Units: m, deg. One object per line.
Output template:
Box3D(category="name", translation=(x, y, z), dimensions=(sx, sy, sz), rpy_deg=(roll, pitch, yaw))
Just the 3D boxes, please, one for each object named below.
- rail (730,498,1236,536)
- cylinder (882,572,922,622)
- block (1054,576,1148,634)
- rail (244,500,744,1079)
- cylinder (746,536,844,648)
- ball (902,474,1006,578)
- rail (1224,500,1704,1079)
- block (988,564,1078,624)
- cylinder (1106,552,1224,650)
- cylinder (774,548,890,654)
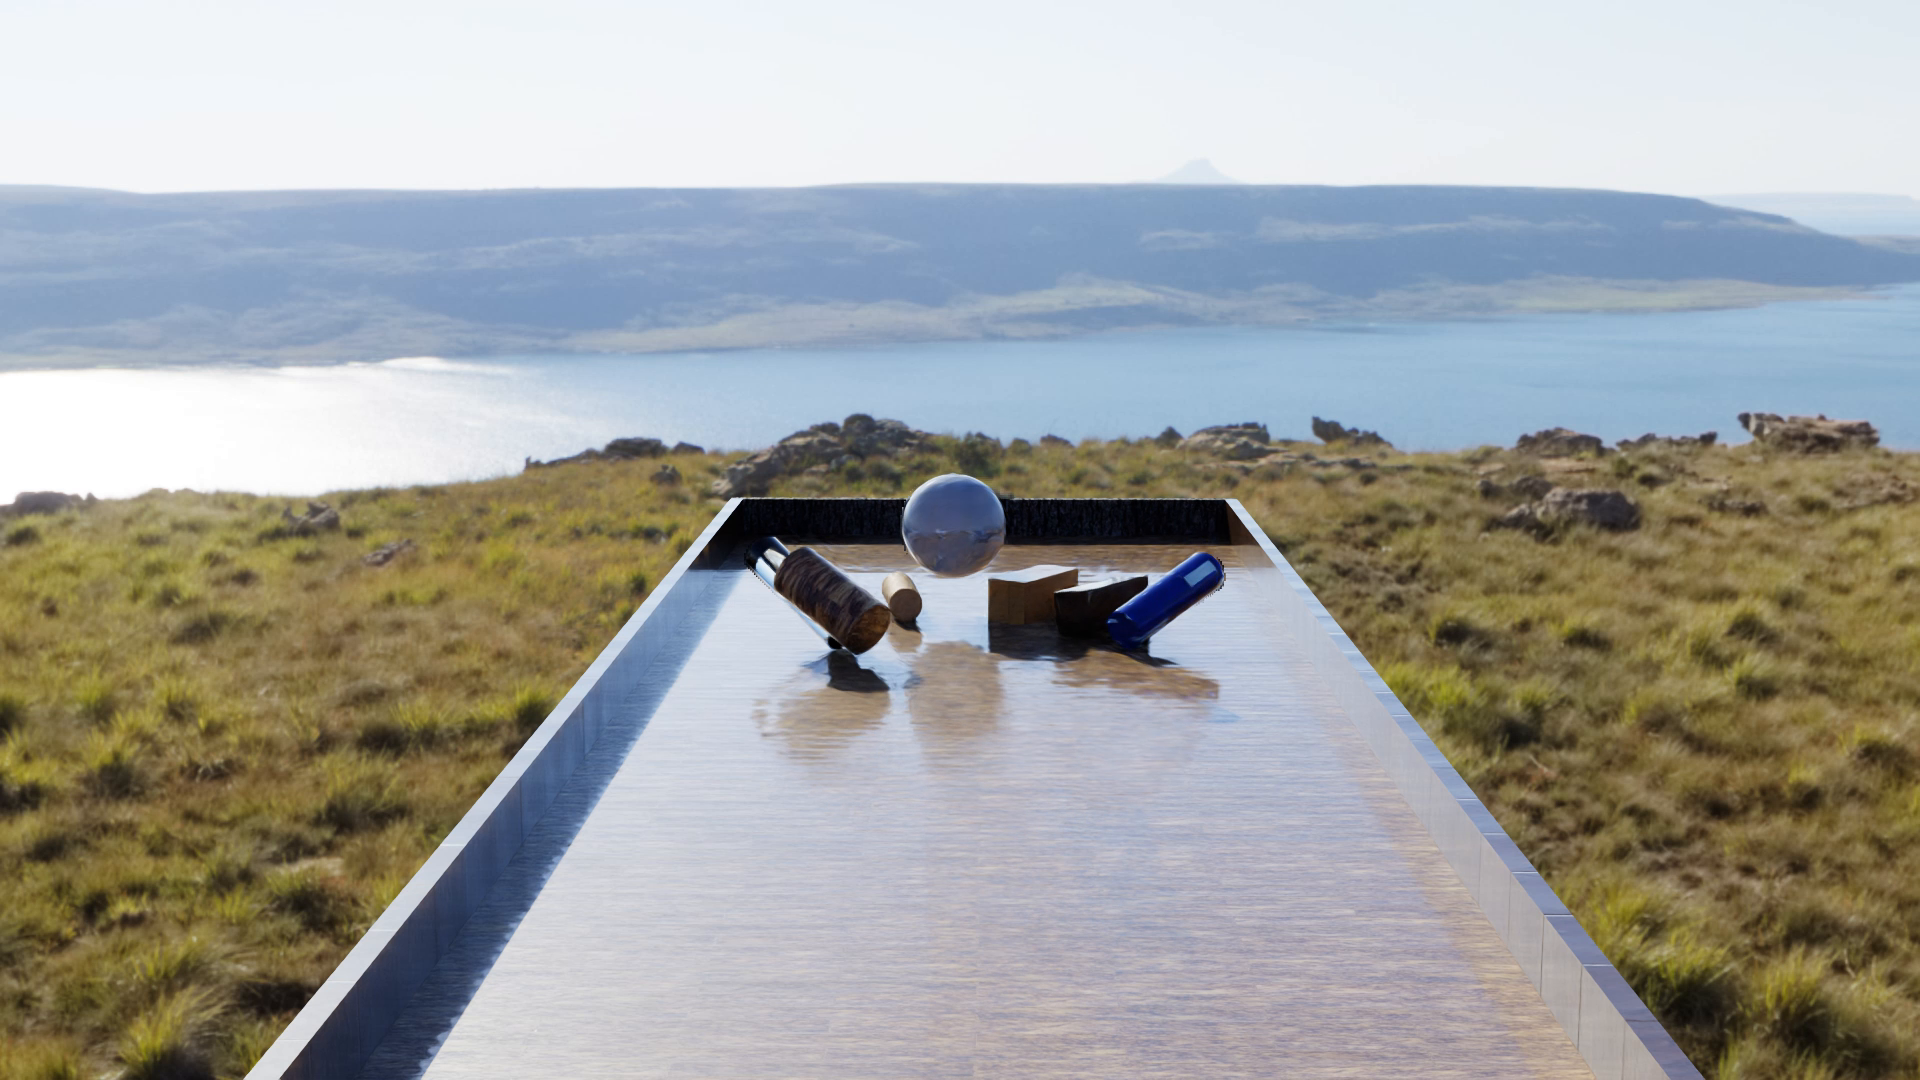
Box3D(category="rail", translation=(0.099, -0.098, 9.147), dimensions=(2.100, 0.150, 0.050), rpy_deg=(0, 9, 1))
Box3D(category="cylinder", translation=(-0.197, 0.190, 7.453), dimensions=(0.112, 0.112, 0.321), rpy_deg=(-1, 9, -6))
Box3D(category="block", translation=(0.469, 0.210, 7.190), dimensions=(0.136, 0.136, 0.351), rpy_deg=(-4, 4, 38))
Box3D(category="rail", translation=(-1.004, 0.839, 3.234), dimensions=(0.050, 0.150, 12.000), rpy_deg=(0, 9, 1))
Box3D(category="cylinder", translation=(-0.499, 0.164, 6.968), dimensions=(0.124, 0.124, 0.456), rpy_deg=(-8, 39, -42))
Box3D(category="ball", translation=(-0.020, -0.048, 7.469), dimensions=(0.354, 0.354, 0.354), rpy_deg=(0, 9, 0))
Box3D(category="rail", translation=(1.046, 0.843, 3.208), dimensions=(0.050, 0.150, 12.000), rpy_deg=(0, 9, 1))
Box3D(category="block", translation=(0.249, 0.181, 7.418), dimensions=(0.140, 0.140, 0.343), rpy_deg=(6, 11, 33))
Box3D(category="cylinder", translation=(0.652, 0.190, 6.970), dimensions=(0.132, 0.132, 0.438), rpy_deg=(9, 31, 43))
Box3D(category="cylinder", translation=(-0.393, 0.184, 6.731), dimensions=(0.345, 0.176, 0.176), rpy_deg=(36, 29, 31))
